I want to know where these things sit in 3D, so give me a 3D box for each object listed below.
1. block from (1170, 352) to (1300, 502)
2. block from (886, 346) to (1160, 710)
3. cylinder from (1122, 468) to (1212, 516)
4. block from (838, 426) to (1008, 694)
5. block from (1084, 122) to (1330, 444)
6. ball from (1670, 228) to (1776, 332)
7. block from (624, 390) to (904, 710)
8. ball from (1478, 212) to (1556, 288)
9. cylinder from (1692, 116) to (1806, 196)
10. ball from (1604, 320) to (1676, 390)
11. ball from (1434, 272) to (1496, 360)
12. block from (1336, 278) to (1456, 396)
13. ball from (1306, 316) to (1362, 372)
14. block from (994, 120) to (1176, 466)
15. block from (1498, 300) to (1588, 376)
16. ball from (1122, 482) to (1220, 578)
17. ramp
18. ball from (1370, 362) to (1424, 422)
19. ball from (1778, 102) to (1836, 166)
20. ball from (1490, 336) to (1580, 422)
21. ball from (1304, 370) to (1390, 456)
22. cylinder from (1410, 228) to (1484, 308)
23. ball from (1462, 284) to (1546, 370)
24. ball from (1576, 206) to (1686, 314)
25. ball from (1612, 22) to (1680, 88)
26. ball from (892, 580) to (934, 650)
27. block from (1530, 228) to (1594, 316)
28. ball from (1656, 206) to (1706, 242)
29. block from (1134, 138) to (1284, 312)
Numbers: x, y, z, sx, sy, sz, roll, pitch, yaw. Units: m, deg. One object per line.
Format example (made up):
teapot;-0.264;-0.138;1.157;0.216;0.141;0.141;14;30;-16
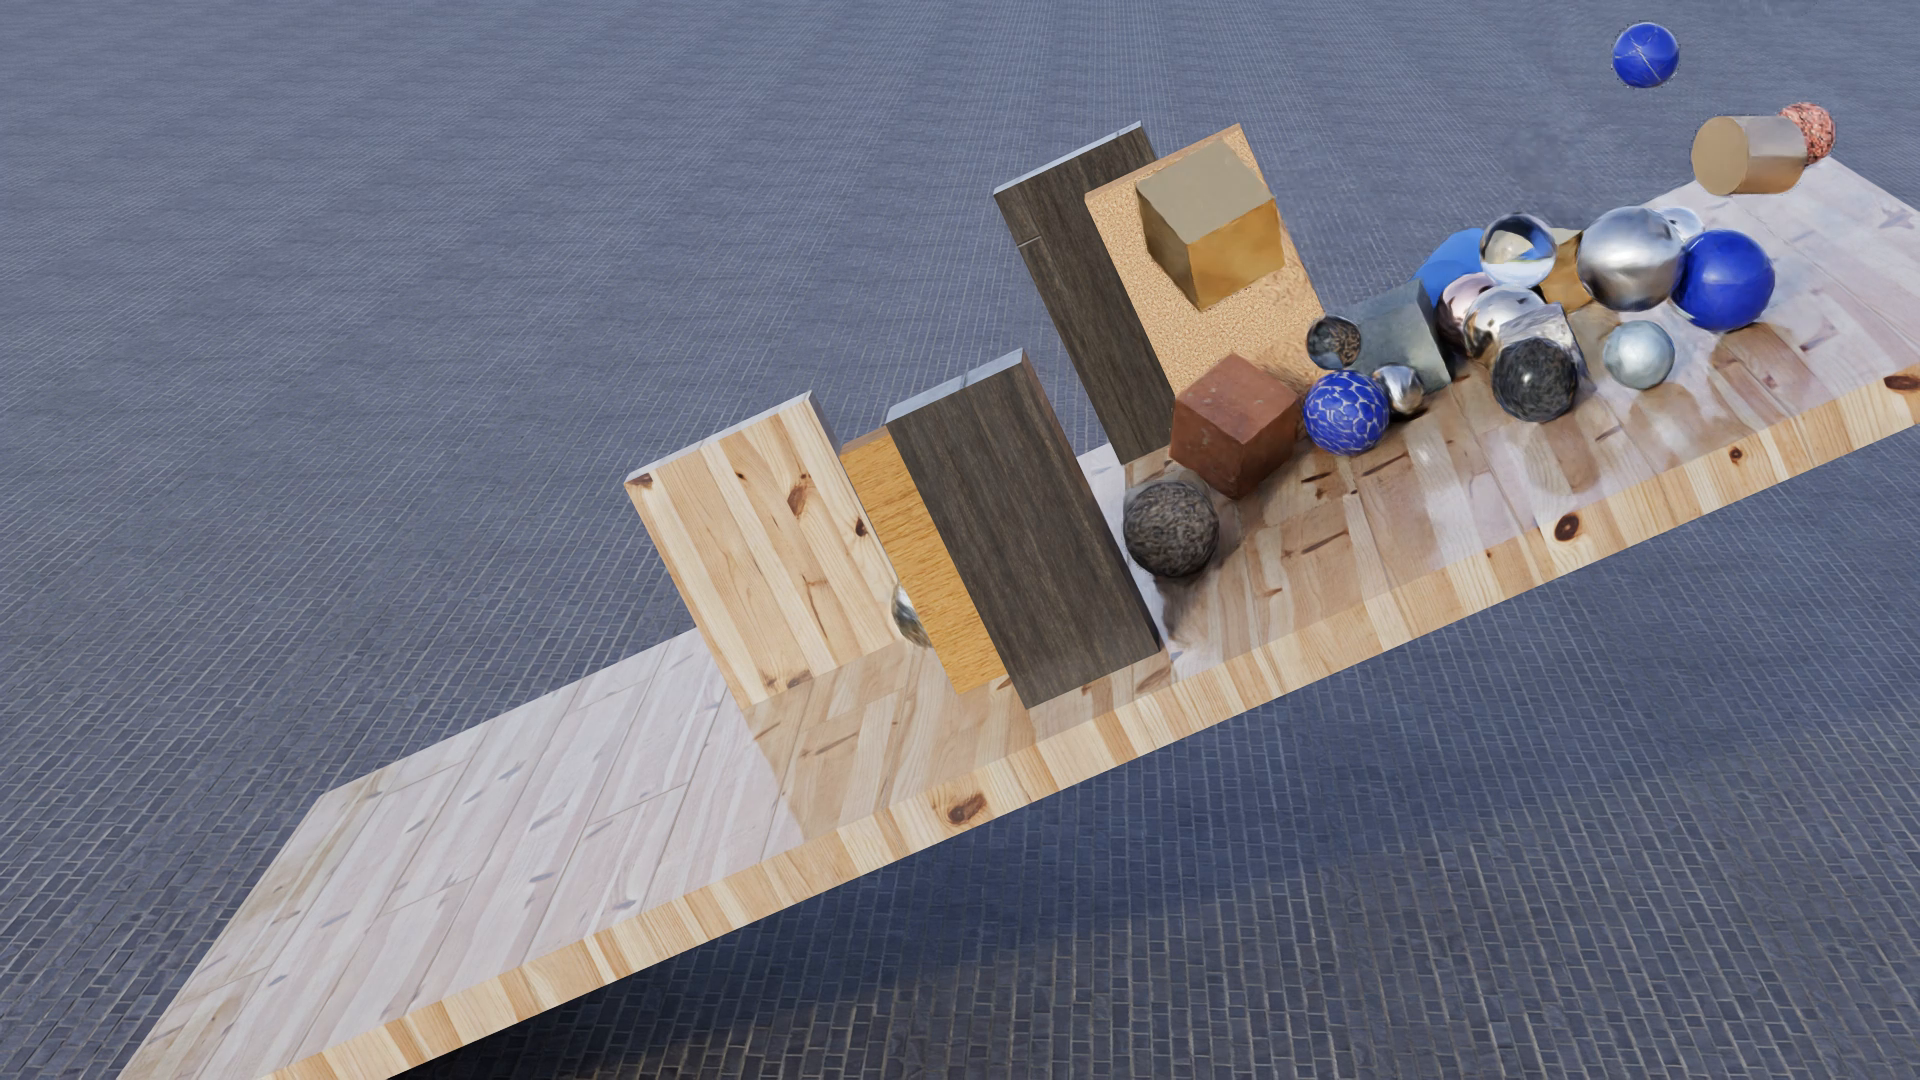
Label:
block;0.577;-0.237;6.180;0.185;0.185;0.185;36;59;26
block;0.120;-0.020;5.480;0.275;0.607;0.132;-24;13;9
cylinder;0.431;-0.064;6.092;0.135;0.135;0.135;-19;3;34
block;0.011;0.002;5.765;0.284;0.533;0.101;-24;13;9
block;0.577;-0.514;6.370;0.365;0.675;0.097;-24;13;9
ball;1.470;-0.502;5.680;0.201;0.201;0.201;0;16;0
block;-0.399;0.024;6.386;0.444;0.565;0.093;-24;13;9
ball;1.166;-0.603;6.152;0.162;0.162;0.162;0;16;0
cylinder;1.488;-0.725;5.545;0.148;0.148;0.148;-5;16;-30
ball;1.291;-0.352;5.591;0.133;0.133;0.133;0;16;0
ball;1.111;-0.480;6.302;0.187;0.187;0.187;0;16;0
block;0.938;-0.417;6.362;0.199;0.199;0.199;-22;14;18
ball;0.773;-0.407;6.081;0.115;0.115;0.115;0;16;0
block;0.399;-0.572;6.860;0.374;0.708;0.097;-24;13;9
block;1.177;-0.385;5.936;0.132;0.132;0.132;-23;13;14
ball;0.419;-0.021;5.836;0.191;0.191;0.191;0;16;0
ramp;0.136;0.169;6.282;4.000;0.100;2.000;-24;13;9
ball;0.910;-0.309;6.165;0.124;0.124;0.124;0;16;0
ball;1.609;-0.775;5.615;0.121;0.121;0.121;0;16;0
ball;1.113;-0.311;5.691;0.168;0.168;0.168;0;16;0
ball;0.799;-0.262;6.075;0.179;0.179;0.179;0;16;0
cylinder;1.123;-0.559;6.540;0.208;0.208;0.208;8;28;25
ball;1.136;-0.437;6.094;0.186;0.186;0.186;0;16;0
ball;1.281;-0.535;5.615;0.204;0.204;0.204;0;16;0
ball;1.399;-0.988;6.000;0.134;0.134;0.134;0;16;0
ball;-0.051;0.135;6.135;0.186;0.186;0.186;0;16;0
block;1.285;-0.577;6.398;0.146;0.146;0.146;-33;19;-14
ball;1.521;-0.644;6.267;0.139;0.139;0.139;0;16;0
block;0.474;-0.596;5.577;0.192;0.192;0.192;-29;53;-9
